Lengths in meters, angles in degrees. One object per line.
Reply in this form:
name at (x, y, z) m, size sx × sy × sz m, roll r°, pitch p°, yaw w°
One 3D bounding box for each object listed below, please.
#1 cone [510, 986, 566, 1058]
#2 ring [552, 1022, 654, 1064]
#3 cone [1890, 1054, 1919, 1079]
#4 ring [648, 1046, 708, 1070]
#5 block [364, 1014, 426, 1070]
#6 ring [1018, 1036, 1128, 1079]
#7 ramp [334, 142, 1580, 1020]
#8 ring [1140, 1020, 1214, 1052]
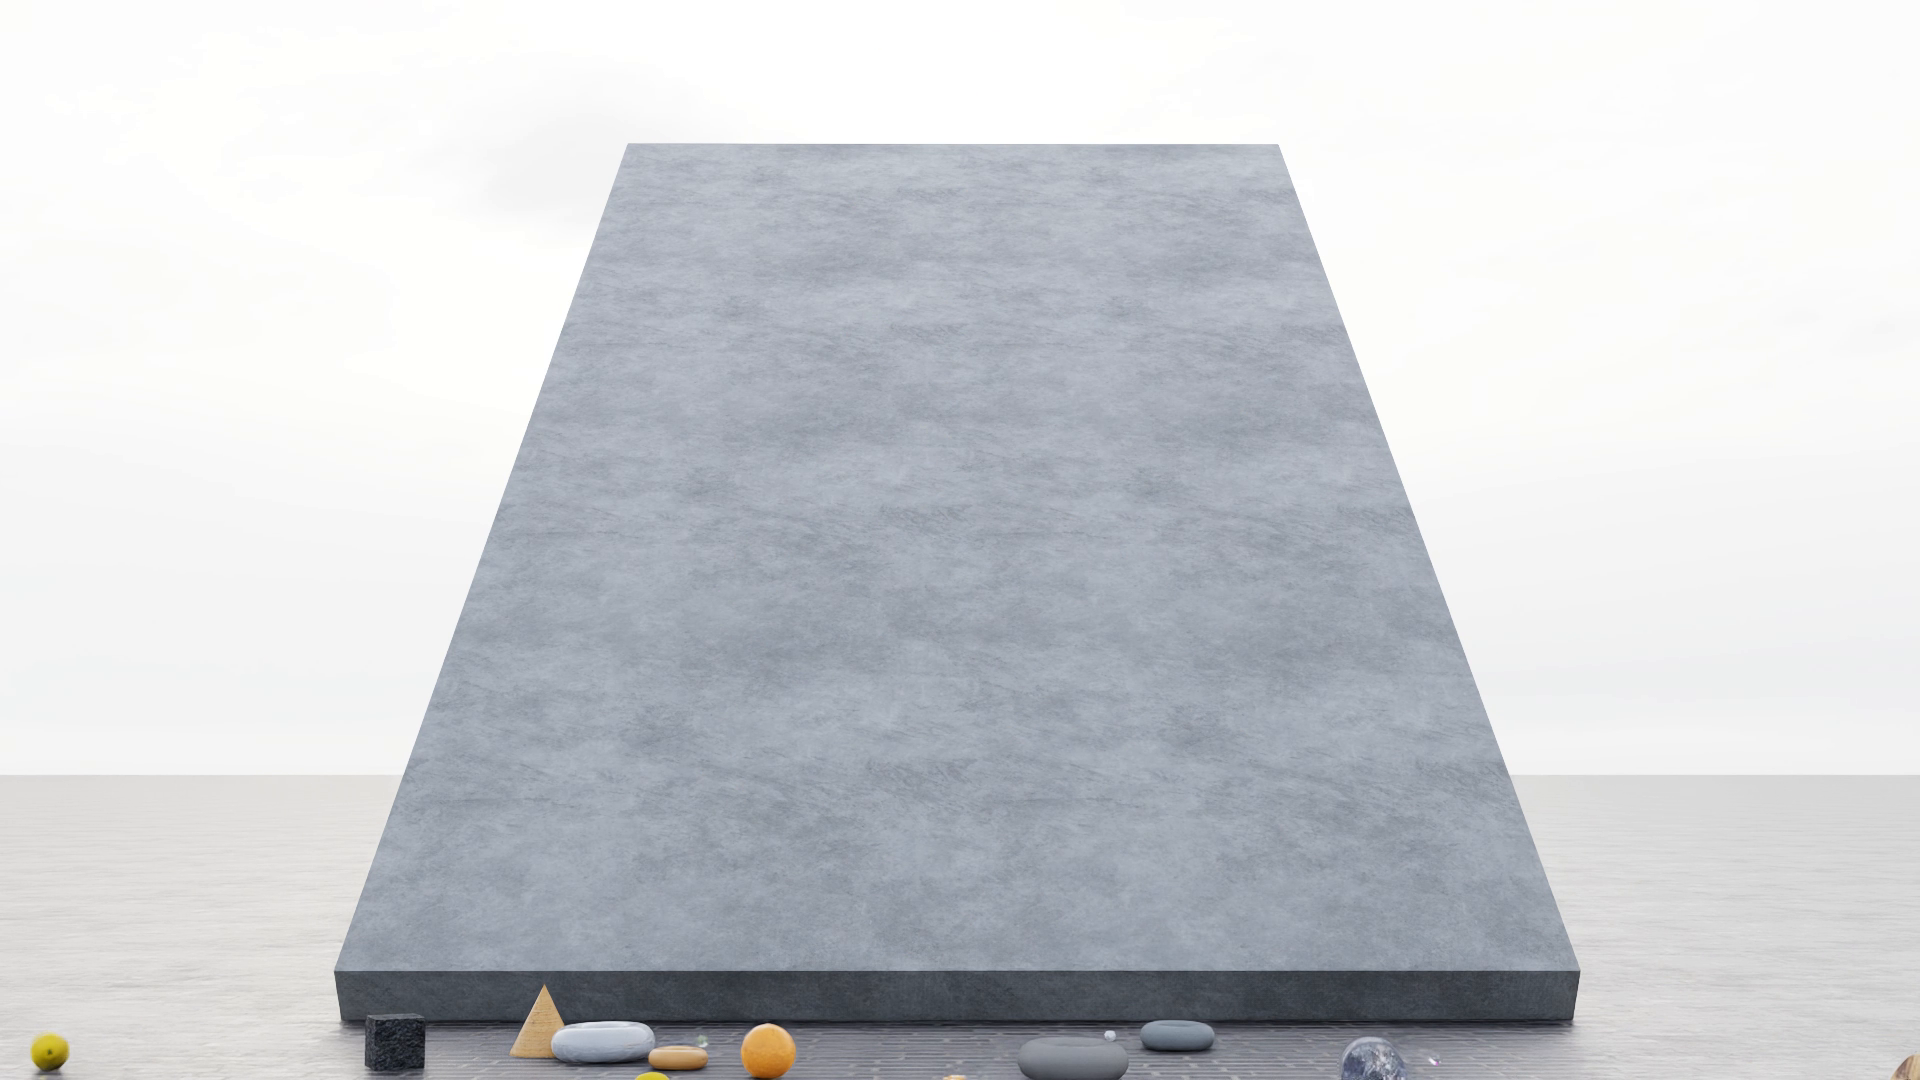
cone at (-0.596, 0.686, 3.427) m, size 0.098 × 0.098 × 0.098 m, roll 0°, pitch -5°, yaw 0°
ring at (-0.500, 0.704, 3.356) m, size 0.145 × 0.048 × 0.145 m, roll -1°, pitch -6°, yaw 0°
cone at (1.119, 0.649, 2.734) m, size 0.090 × 0.090 × 0.090 m, roll 27°, pitch -5°, yaw 1°
ring at (-0.383, 0.705, 3.258) m, size 0.081 × 0.027 × 0.081 m, roll 1°, pitch -6°, yaw 0°
block at (-0.773, 0.686, 3.275) m, size 0.068 × 0.068 × 0.068 m, roll 3°, pitch -6°, yaw -25°
ring at (0.148, 0.684, 3.144) m, size 0.146 × 0.049 × 0.146 m, roll 1°, pitch -5°, yaw 0°
ramp at (-0.012, -0.220, 5.619) m, size 2.000 × 0.100 × 4.000 m, roll 0°, pitch 29°, yaw 0°
ring at (0.317, 0.723, 3.486) m, size 0.109 × 0.036 × 0.109 m, roll 1°, pitch -4°, yaw 0°
